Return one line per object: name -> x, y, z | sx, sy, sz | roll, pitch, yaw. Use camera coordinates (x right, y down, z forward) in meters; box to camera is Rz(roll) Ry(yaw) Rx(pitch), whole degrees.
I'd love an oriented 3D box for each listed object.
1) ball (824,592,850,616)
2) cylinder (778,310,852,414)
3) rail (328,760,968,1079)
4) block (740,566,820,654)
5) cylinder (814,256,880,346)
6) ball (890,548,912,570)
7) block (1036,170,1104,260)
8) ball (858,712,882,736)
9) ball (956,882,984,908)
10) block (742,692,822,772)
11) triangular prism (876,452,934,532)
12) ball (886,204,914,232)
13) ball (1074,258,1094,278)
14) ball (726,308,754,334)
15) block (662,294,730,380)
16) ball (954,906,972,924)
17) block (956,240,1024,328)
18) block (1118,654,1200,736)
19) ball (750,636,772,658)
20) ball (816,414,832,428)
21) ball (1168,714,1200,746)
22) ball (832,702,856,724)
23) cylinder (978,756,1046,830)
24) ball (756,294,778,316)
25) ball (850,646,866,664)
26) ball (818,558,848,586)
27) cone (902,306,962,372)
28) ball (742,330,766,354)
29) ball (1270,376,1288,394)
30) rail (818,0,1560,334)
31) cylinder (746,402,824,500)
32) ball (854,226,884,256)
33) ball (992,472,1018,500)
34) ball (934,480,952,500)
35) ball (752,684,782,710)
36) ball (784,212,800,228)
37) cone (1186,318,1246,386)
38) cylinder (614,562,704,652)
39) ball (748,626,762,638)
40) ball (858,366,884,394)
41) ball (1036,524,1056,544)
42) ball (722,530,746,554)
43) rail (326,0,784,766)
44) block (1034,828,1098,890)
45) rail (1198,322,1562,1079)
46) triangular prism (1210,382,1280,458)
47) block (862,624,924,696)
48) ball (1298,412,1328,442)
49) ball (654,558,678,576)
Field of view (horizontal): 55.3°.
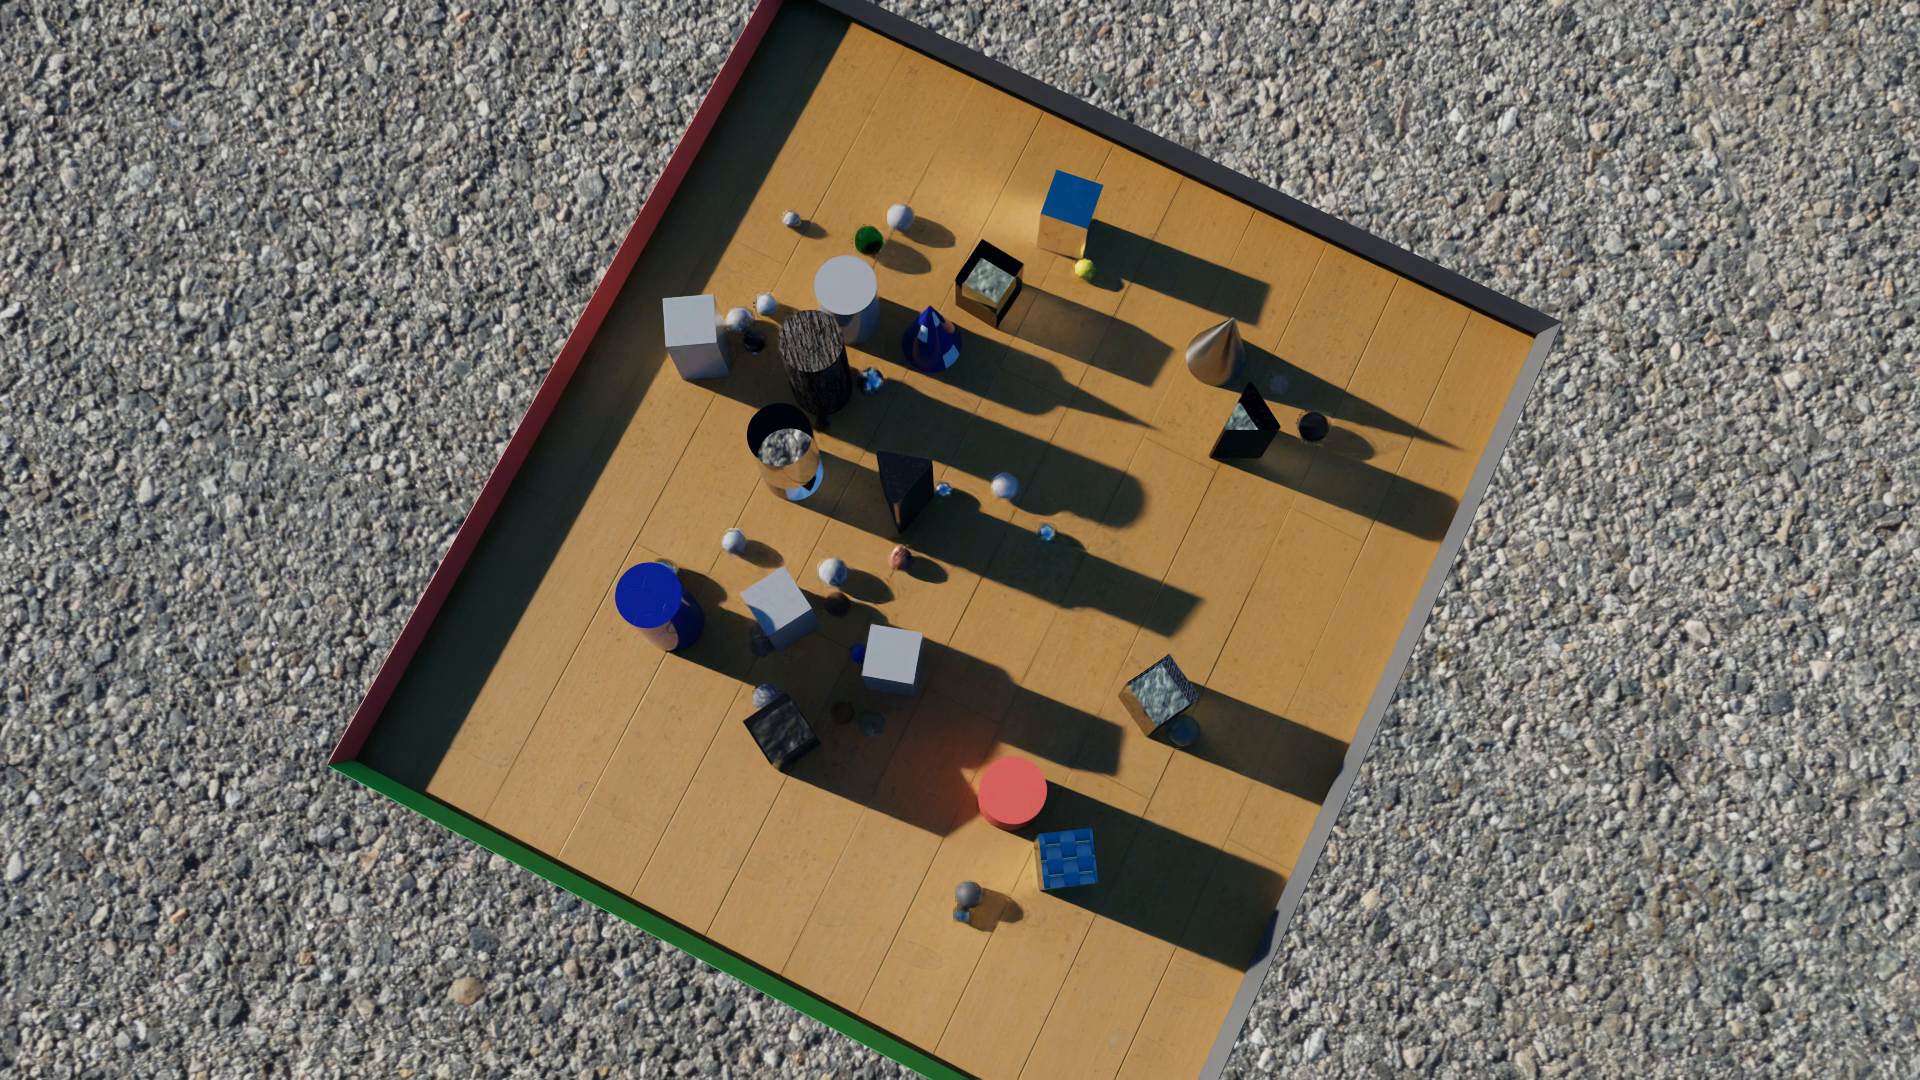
ball -> -0.371, 0.194, 5.538 | 0.075, 0.075, 0.075 | 0, 78, 0
cylinder -> -0.429, -0.525, 5.489 | 0.188, 0.462, 0.188 | 0, 78, 0
rail -> -0.631, 1.243, 5.296 | 2.708, 0.122, 0.045 | 26, 80, 5
block -> -0.527, 0.208, 5.406 | 0.150, 0.327, 0.150 | -33, 80, -6
cylinder -> -0.342, -0.732, 5.618 | 0.188, 0.294, 0.188 | 0, 78, 0
ball -> -0.179, 0.056, 5.569 | 0.070, 0.070, 0.070 | 0, 78, 0
block -> 0.339, -1.003, 5.681 | 0.150, 0.279, 0.150 | 19, 79, 4
ball -> -0.268, 0.549, 5.465 | 0.074, 0.074, 0.074 | 0, 78, 0
ball -> 0.029, 1.038, 5.362 | 0.078, 0.078, 0.078 | 0, 78, 0
block -> -0.519, 0.565, 5.371 | 0.150, 0.252, 0.150 | -33, 80, -7
triangular prism -> -0.185, -0.167, 5.438 | 0.141, 0.417, 0.163 | 40, 81, 8
ball -> -0.189, -1.017, 5.783 | 0.087, 0.087, 0.087 | 0, 78, 0
ball -> 0.392, -0.852, 5.761 | 0.063, 0.063, 0.063 | 0, 78, 0
ball -> -0.688, -0.683, 5.714 | 0.085, 0.085, 0.085 | 0, 78, 0
block -> -0.797, -0.613, 5.570 | 0.150, 0.339, 0.150 | -5, 78, -1
ball -> 0.009, 1.098, 5.365 | 0.048, 0.048, 0.048 | 0, 78, 0
block -> 0.089, -0.787, 5.654 | 0.150, 0.245, 0.150 | 32, 80, 6
block -> 0.578, 0.459, 5.366 | 0.150, 0.306, 0.150 | -34, 80, -7
ball -> -0.599, 0.321, 5.517 | 0.065, 0.065, 0.065 | 0, 78, 0
ball -> -0.422, -0.368, 5.669 | 0.047, 0.047, 0.047 | 0, 78, 0
ball -> 0.665, 0.567, 5.452 | 0.093, 0.093, 0.093 | 0, 78, 0
ball -> -0.347, 0.515, 5.476 | 0.067, 0.067, 0.067 | 0, 78, 0
cylinder -> 0.147, 0.732, 5.272 | 0.188, 0.378, 0.188 | 0, 78, 0
ball -> -0.604, -0.733, 5.733 | 0.069, 0.069, 0.069 | 0, 78, 0
ball -> -0.302, 0.345, 5.517 | 0.055, 0.055, 0.055 | 0, 78, 0
ball -> -0.384, 0.098, 5.551 | 0.088, 0.088, 0.088 | 0, 78, 0
cone -> -0.088, -0.653, 5.563 | 0.188, 0.369, 0.188 | 0, 78, 0
ball -> -0.640, -0.619, 5.706 | 0.075, 0.075, 0.075 | 0, 78, 0
ball -> 0.988, -0.484, 5.688 | 0.055, 0.055, 0.055 | 0, 78, 0
rail -> 0.631, -1.230, 5.807 | 2.708, 0.122, 0.045 | 26, 80, 5
cylinder -> -0.515, -0.257, 5.447 | 0.188, 0.437, 0.188 | 0, 78, 0
ball -> -0.287, -0.940, 5.763 | 0.094, 0.094, 0.094 | 0, 78, 0
ball -> 0.139, -0.165, 5.608 | 0.083, 0.083, 0.083 | 0, 78, 0
ball -> -0.052, -0.153, 5.619 | 0.057, 0.057, 0.057 | 0, 78, 0
ball -> -0.572, 0.473, 5.472 | 0.091, 0.091, 0.091 | 0, 78, 0
ball -> -0.531, -1.012, 5.798 | 0.054, 0.054, 0.054 | 0, 78, 0
cone -> 0.801, -0.611, 5.542 | 0.188, 0.394, 0.188 | 0, 78, 0
cylinder -> -0.870, 0.201, 5.341 | 0.188, 0.457, 0.188 | 0, 78, 0
ball -> -0.619, 0.277, 5.539 | 0.040, 0.040, 0.040 | 0, 78, 0
ball -> -0.276, -0.493, 5.675 | 0.085, 0.085, 0.085 | 0, 78, 0
ball -> 0.263, -0.019, 5.591 | 0.058, 0.058, 0.058 | 0, 78, 0
ball -> -0.688, 0.007, 5.578 | 0.073, 0.073, 0.073 | 0, 78, 0
rail -> -1.190, -0.576, 5.672 | 0.045, 0.122, 2.870 | 26, 80, 5
block -> 0.299, 0.916, 5.243 | 0.150, 0.360, 0.150 | -6, 78, -1
rail -> 1.190, 0.589, 5.431 | 0.045, 0.122, 2.870 | 26, 80, 5
triangular prism -> 0.851, -0.360, 5.518 | 0.163, 0.339, 0.141 | 0, 78, 0
block -> -0.194, 0.357, 5.386 | 0.150, 0.307, 0.150 | 10, 78, 2
ball -> 1.087, -0.347, 5.640 | 0.094, 0.094, 0.094 | 0, 78, 0
ball -> -0.897, 0.099, 5.550 | 0.090, 0.090, 0.090 | 0, 78, 0
